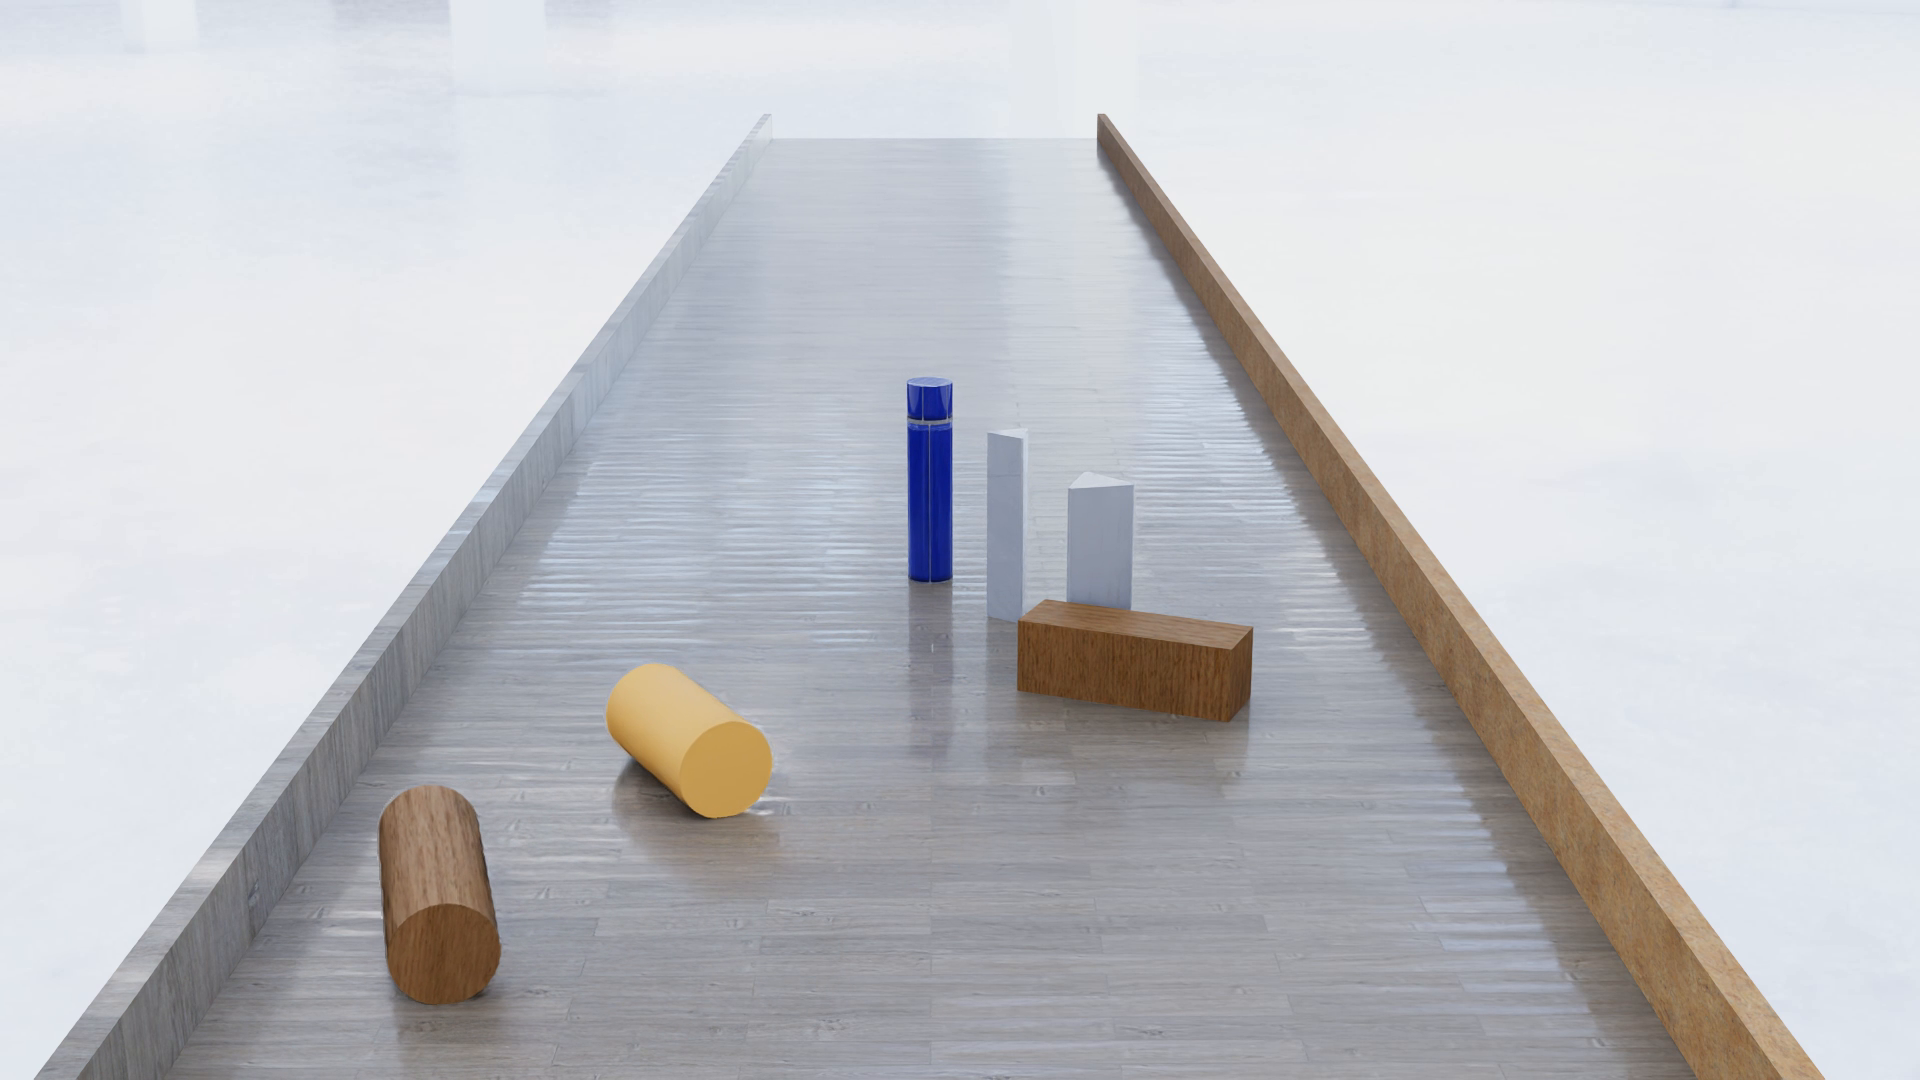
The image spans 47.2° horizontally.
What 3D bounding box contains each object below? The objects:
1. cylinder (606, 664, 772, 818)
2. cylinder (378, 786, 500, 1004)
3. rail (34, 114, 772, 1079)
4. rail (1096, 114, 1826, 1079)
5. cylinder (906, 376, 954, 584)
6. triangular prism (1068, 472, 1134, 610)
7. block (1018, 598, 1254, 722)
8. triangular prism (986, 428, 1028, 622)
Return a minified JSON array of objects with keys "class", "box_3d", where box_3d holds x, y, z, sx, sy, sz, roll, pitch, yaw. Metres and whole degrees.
[{"class":"cylinder","box_3d":[-0.469,0.341,3.784,0.169,0.169,0.330,-9,19,-29]},{"class":"cylinder","box_3d":[-0.770,0.513,3.234,0.153,0.153,0.431,-5,17,-15]},{"class":"rail","box_3d":[-1.118,-0.838,7.780,0.050,0.150,12.000,0,17,-1]},{"class":"rail","box_3d":[0.932,-0.844,7.801,0.050,0.150,12.000,0,17,-1]},{"class":"cylinder","box_3d":[-0.066,-0.131,4.879,0.101,0.450,0.101,0,17,0]},{"class":"triangular prism","box_3d":[0.265,0.054,4.404,0.132,0.366,0.114,-4,17,-12]},{"class":"block","box_3d":[0.334,0.228,4.210,0.424,0.143,0.143,7,18,22]},{"class":"triangular prism","box_3d":[0.117,-0.033,4.633,0.091,0.402,0.079,12,21,36]}]
